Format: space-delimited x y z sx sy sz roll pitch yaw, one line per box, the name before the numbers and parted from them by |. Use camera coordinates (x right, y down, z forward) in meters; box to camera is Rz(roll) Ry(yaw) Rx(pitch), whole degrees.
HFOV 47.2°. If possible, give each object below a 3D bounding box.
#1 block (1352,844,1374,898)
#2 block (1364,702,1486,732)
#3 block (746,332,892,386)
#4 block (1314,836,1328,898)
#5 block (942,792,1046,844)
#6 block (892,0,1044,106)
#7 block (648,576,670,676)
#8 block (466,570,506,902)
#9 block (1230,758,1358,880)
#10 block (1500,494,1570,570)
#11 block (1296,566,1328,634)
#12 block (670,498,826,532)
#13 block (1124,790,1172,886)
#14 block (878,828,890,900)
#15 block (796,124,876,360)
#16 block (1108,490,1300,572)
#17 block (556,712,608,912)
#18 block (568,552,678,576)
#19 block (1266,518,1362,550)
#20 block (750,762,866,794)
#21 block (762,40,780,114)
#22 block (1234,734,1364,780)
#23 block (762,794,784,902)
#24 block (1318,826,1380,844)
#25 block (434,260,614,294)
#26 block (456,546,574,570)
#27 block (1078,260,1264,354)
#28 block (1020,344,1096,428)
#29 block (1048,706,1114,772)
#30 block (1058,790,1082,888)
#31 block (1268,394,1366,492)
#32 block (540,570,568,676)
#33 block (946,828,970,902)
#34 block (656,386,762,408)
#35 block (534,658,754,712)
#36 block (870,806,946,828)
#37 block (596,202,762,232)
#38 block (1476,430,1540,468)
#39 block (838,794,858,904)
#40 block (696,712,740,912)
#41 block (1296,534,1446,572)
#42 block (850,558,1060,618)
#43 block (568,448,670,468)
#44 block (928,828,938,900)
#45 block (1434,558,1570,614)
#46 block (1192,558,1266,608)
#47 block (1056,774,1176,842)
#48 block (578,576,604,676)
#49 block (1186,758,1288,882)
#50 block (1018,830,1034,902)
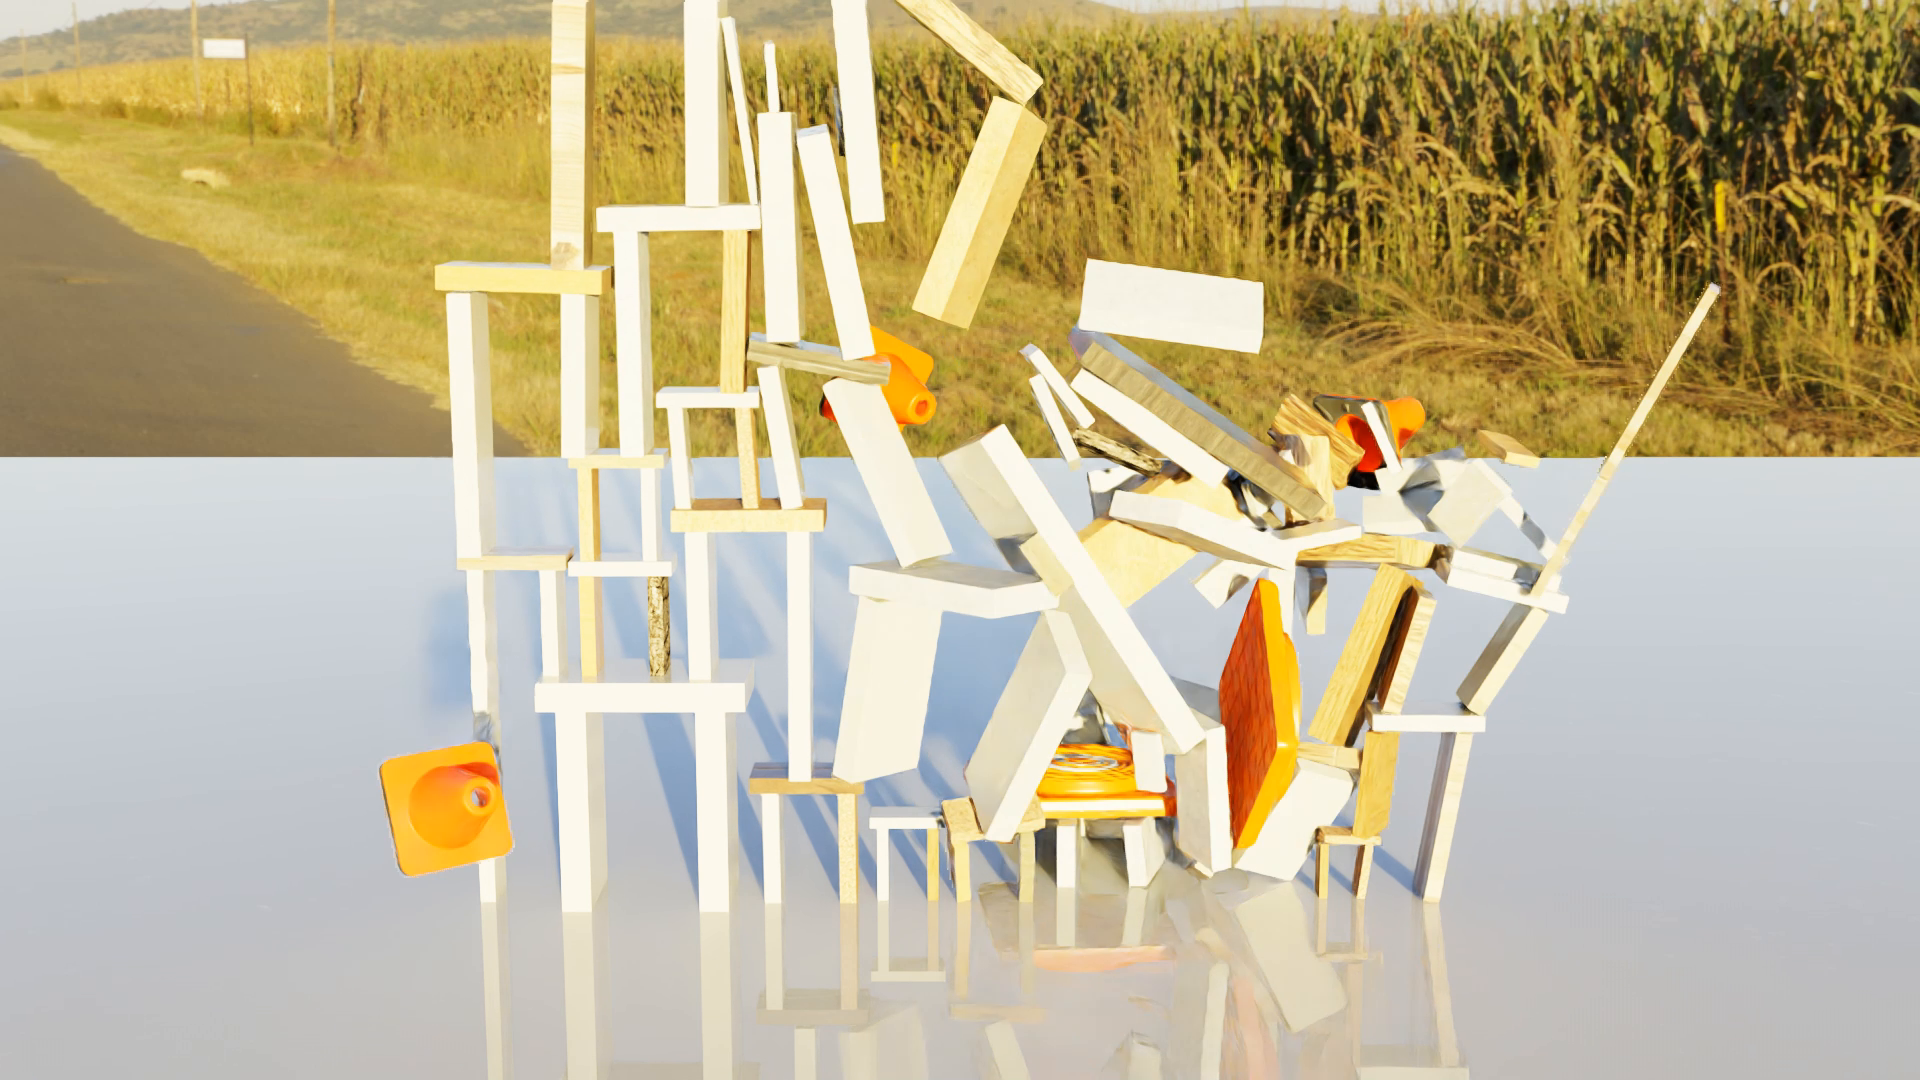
block | 0.669 0.543 3.659 0.013 0.094 0.047 6 11 -3
block | 0.764 0.291 3.619 0.182 0.026 0.091 0 10 2
block | -0.226 -0.290 3.515 0.226 0.032 0.113 10 12 -6
block | 0.602 0.544 3.660 0.013 0.094 0.047 0 11 0
block | 0.054 0.442 3.537 0.154 0.022 0.077 -8 38 -9
block | -0.033 -0.803 3.372 0.348 0.049 0.174 37 8 -16
block | -0.491 0.132 3.587 0.023 0.165 0.082 0 11 0
block | -0.778 0.315 3.621 0.025 0.558 0.087 0 11 0
block | 0.556 0.467 3.669 0.113 0.226 0.032 16 30 -22
block | 0.937 -0.026 3.636 0.175 0.025 0.088 52 13 17
block | 0.670 0.071 4.225 0.034 0.120 0.239 -1 26 1
block | -0.339 -0.041 3.550 0.241 0.034 0.121 0 11 -1
block | 0.326 0.512 3.790 0.030 0.105 0.211 -4 9 18
block | -0.127 0.529 3.656 0.018 0.124 0.062 0 11 0
block | -0.196 -0.472 3.469 0.049 0.349 0.175 -12 15 -1
block | 0.385 -0.013 3.451 0.289 0.041 0.144 19 -5 -42
block | -0.624 0.426 3.635 0.048 0.336 0.168 0 11 0
block | -0.546 0.039 3.570 0.165 0.023 0.082 0 11 0
block | 0.575 -0.007 3.612 0.149 0.021 0.074 -11 13 -14
block | -0.250 0.393 3.634 0.186 0.026 0.093 0 10 0
block | -0.294 -0.721 3.419 0.015 0.105 0.053 -6 20 -7
block | 0.590 0.367 3.706 0.226 0.032 0.113 5 -14 29
block | -0.309 0.498 3.653 0.026 0.186 0.093 0 10 0
block | 0.646 0.490 3.646 0.094 0.013 0.047 2 12 -4
block | -0.685 -0.415 3.476 0.258 0.037 0.129 2 11 0
block | -0.720 0.029 3.568 0.175 0.025 0.087 0 11 0
block | 0.333 -0.368 3.454 0.282 0.040 0.141 8 40 2
block | 0.154 -0.244 3.483 0.021 0.148 0.074 -39 16 0
block | 0.181 0.392 4.220 0.208 0.104 0.029 -15 19 18
block | 0.189 0.513 3.795 0.030 0.105 0.211 1 11 6
block | 0.620 -0.170 3.834 0.168 0.084 0.024 42 40 24
block | -0.662 0.127 3.586 0.025 0.175 0.087 0 11 0
block | -0.003 0.517 3.596 0.022 0.154 0.077 -9 49 -6
block | -0.400 -0.229 3.516 0.161 0.023 0.081 0 11 0
block | -0.512 0.237 3.600 0.336 0.048 0.168 0 11 0
block | -0.086 0.460 3.643 0.124 0.018 0.062 0 11 0
block | -0.435 -0.510 3.467 0.256 0.036 0.128 -1 11 -1
block | 0.858 -0.143 3.446 0.057 0.016 0.114 10 19 -15
block | -0.185 0.498 3.652 0.026 0.186 0.093 0 10 0
block | -0.400 0.426 3.635 0.048 0.336 0.168 0 11 0
block | 0.651 0.020 3.727 0.306 0.043 0.153 1 -5 45
block | -0.010 0.072 3.462 0.309 0.044 0.154 9 11 42
block | -0.548 -0.132 3.539 0.151 0.021 0.076 0 11 0
block | -0.045 0.529 3.656 0.018 0.124 0.062 0 11 0
block | 0.881 0.073 3.580 0.196 0.028 0.098 14 10 -2
block | 0.449 0.051 3.622 0.121 0.061 0.017 -41 24 10
block | 0.281 0.482 3.957 0.211 0.105 0.030 2 7 8
block | -0.601 0.132 3.586 0.023 0.165 0.082 0 11 0
block | 0.464 0.470 3.695 0.032 0.226 0.113 37 -11 5
block | 0.108 0.520 3.590 0.022 0.154 0.077 -1 53 0
